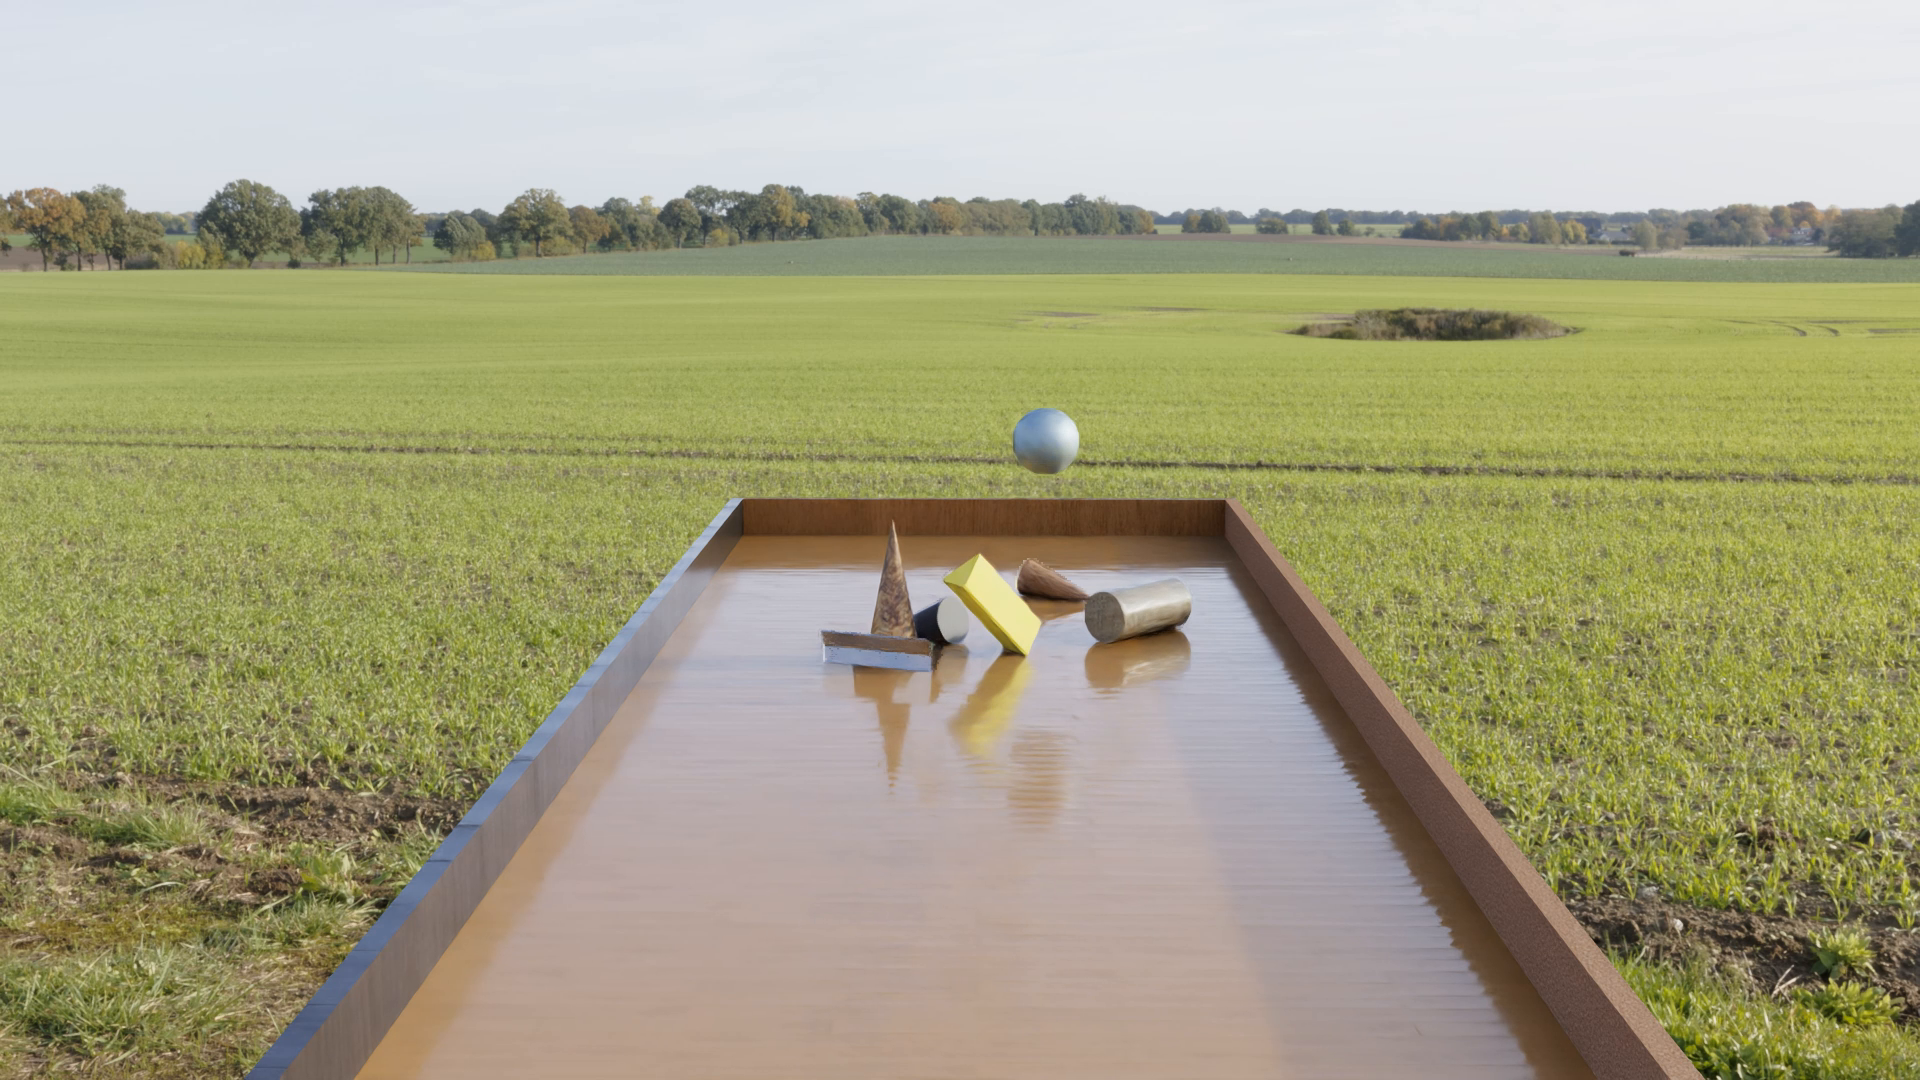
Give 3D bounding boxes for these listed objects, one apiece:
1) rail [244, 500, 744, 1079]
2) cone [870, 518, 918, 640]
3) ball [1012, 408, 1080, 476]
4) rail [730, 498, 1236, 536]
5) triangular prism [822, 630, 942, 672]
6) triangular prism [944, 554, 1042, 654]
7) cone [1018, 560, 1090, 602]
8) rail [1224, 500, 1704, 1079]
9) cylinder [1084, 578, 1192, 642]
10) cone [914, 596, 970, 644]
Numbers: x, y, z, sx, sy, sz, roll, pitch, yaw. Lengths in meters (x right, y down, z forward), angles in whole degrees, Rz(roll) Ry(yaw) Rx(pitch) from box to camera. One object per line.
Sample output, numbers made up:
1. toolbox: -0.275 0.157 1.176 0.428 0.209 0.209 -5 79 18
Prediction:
1. rail: -1.004 0.839 3.234 0.050 0.150 12.000 0 9 1
2. cone: -0.204 0.146 6.715 0.172 0.430 0.172 0 9 0
3. ball: 0.296 -0.340 7.577 0.232 0.232 0.232 0 9 0
4. rail: 0.099 -0.098 9.147 2.100 0.150 0.050 0 9 1
5. triangular prism: -0.243 0.314 6.602 0.361 0.088 0.102 4 51 24
6. triangular prism: 0.117 0.193 6.766 0.123 0.317 0.142 -48 25 -13
7. cone: 0.362 0.175 7.701 0.305 0.126 0.126 19 18 30
8. rail: 1.046 0.843 3.208 0.050 0.150 12.000 0 9 1
9. cylinder: 0.575 0.224 7.075 0.163 0.163 0.350 8 12 43
10. cone: -0.135 0.275 7.039 0.307 0.151 0.151 -11 0 41
